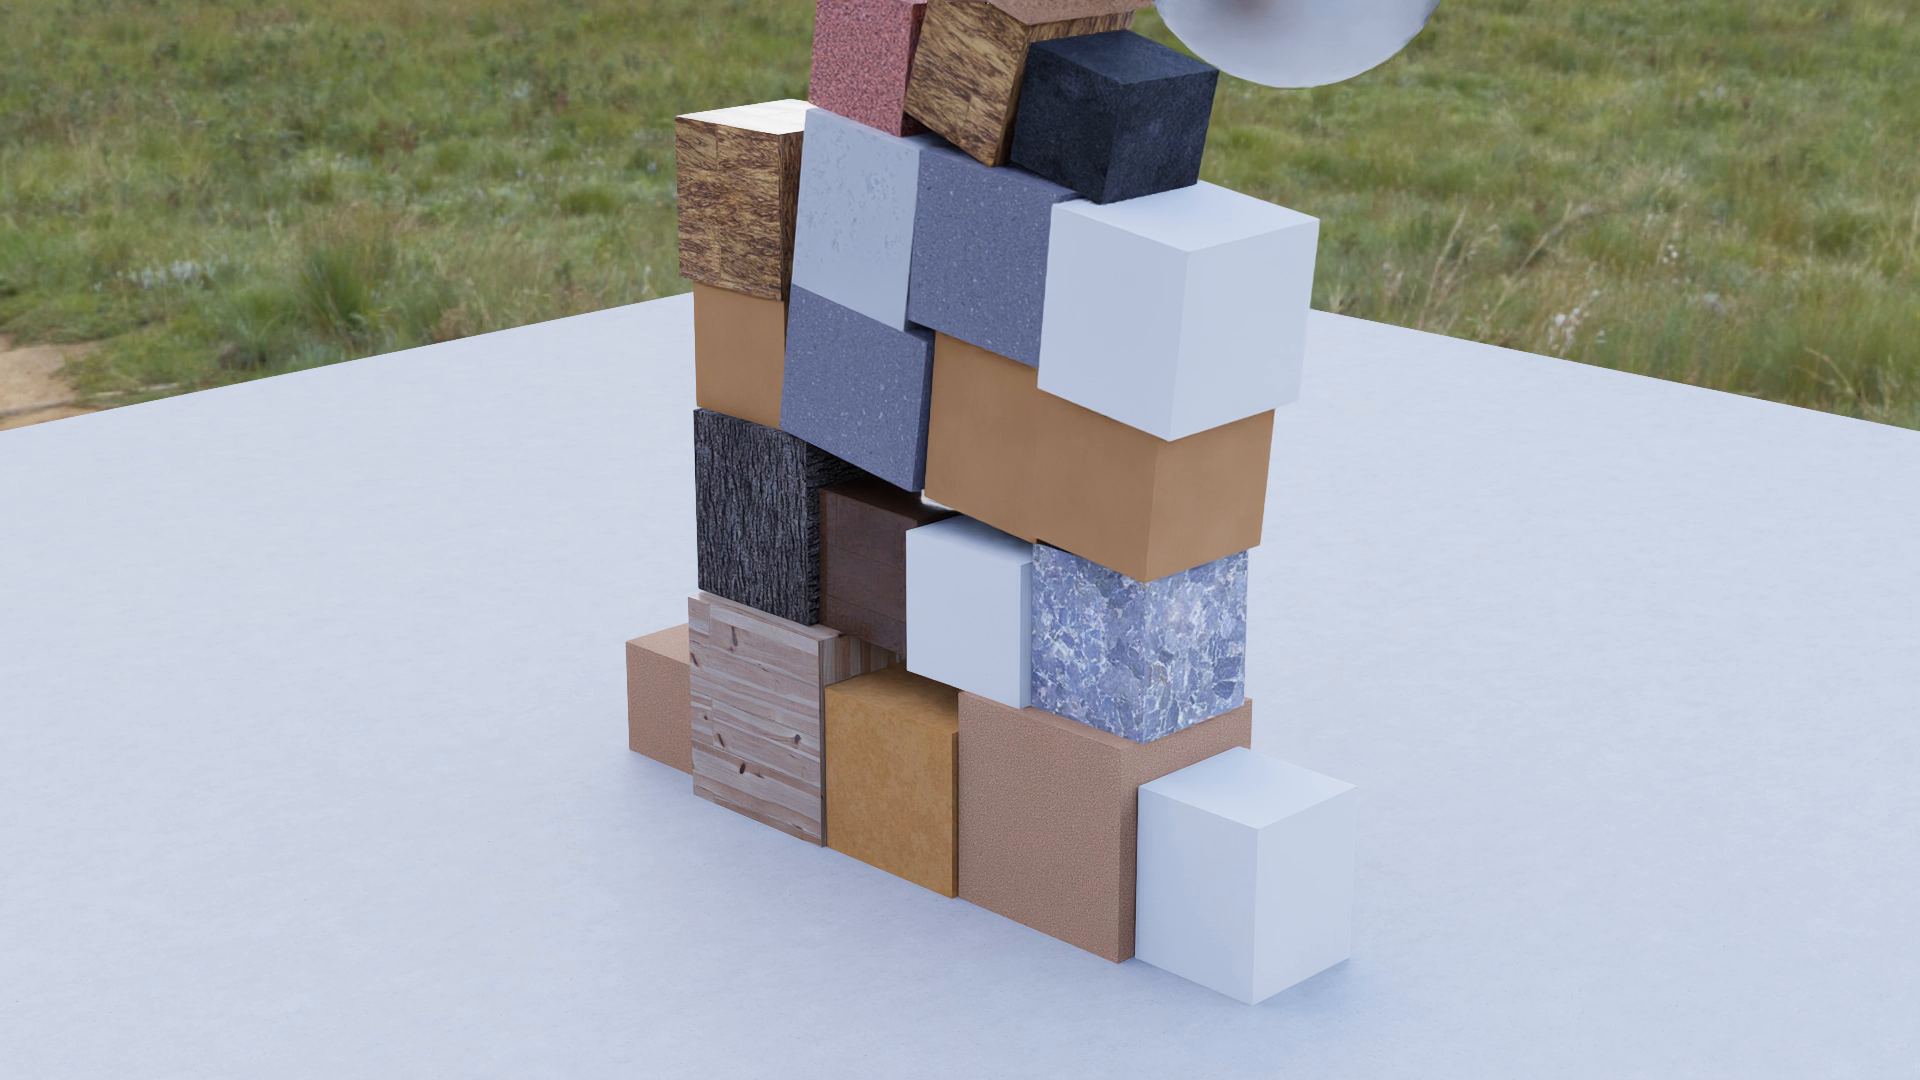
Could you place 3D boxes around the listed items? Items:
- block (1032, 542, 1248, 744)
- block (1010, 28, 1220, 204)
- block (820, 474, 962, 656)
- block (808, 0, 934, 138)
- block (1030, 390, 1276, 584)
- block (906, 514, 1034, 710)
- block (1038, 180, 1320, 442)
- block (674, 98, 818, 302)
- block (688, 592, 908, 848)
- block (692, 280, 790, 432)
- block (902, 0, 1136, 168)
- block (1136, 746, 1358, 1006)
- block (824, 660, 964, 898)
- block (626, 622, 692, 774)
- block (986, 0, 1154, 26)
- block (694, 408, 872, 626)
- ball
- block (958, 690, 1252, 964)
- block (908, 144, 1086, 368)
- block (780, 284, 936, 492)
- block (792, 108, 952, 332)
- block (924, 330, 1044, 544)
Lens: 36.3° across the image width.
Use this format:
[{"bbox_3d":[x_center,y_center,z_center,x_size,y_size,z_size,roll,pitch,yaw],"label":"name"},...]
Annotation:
[{"bbox_3d":[0.775,0.365,12.657,0.661,0.747,0.647,-17,24,-42],"label":"block"},{"bbox_3d":[0.636,-1.759,12.116,0.581,0.506,0.535,-16,36,-42],"label":"block"},{"bbox_3d":[-0.201,0.085,13.564,0.628,0.661,0.641,-17,25,-42],"label":"block"},{"bbox_3d":[-0.208,-2.168,12.909,0.643,0.582,0.593,-17,32,-42],"label":"block"},{"bbox_3d":[0.811,-0.312,12.361,0.738,0.673,0.658,-17,29,-42],"label":"block"},{"bbox_3d":[0.274,0.268,13.114,0.747,0.657,0.703,-17,24,-42],"label":"block"},{"bbox_3d":[0.893,-0.968,12.044,0.809,0.790,0.737,-18,31,-41],"label":"block"},{"bbox_3d":[-0.813,-1.602,13.707,0.718,0.762,0.721,-17,24,-42],"label":"block"},{"bbox_3d":[-0.627,0.751,14.245,0.995,1.025,0.928,-17,24,-42],"label":"block"},{"bbox_3d":[-0.801,-0.932,13.877,0.643,0.619,0.643,-17,24,-42],"label":"block"},{"bbox_3d":[0.249,-2.039,12.437,0.653,0.660,0.567,-16,42,-42],"label":"block"},{"bbox_3d":[1.217,1.419,12.508,0.659,0.793,0.652,-17,24,-42],"label":"block"},{"bbox_3d":[-0.010,1.052,13.668,0.907,0.797,0.831,-17,24,-42],"label":"block"},{"bbox_3d":[-1.203,0.788,14.861,0.685,0.585,0.682,-17,24,-42],"label":"block"},{"bbox_3d":[0.401,-2.640,12.110,0.760,0.739,0.663,-17,43,-42],"label":"block"},{"bbox_3d":[-0.719,-0.186,14.027,0.750,0.894,0.796,-17,24,-42],"label":"block"},{"bbox_3d":[1.623,-2.982,14.105,1.600,1.600,1.600,0,17,0],"label":"ball"},{"bbox_3d":[0.637,1.154,13.031,0.857,0.984,0.966,-17,24,-42],"label":"block"},{"bbox_3d":[0.385,-1.264,12.579,0.827,0.754,0.825,-17,30,-42],"label":"block"},{"bbox_3d":[-0.207,-0.769,13.345,0.793,0.705,0.884,-17,32,-42],"label":"block"},{"bbox_3d":[-0.187,-1.483,13.088,0.780,0.807,0.733,-17,32,-42],"label":"block"},{"bbox_3d":[0.363,-0.528,12.821,0.709,0.793,0.690,-17,30,-42],"label":"block"}]
